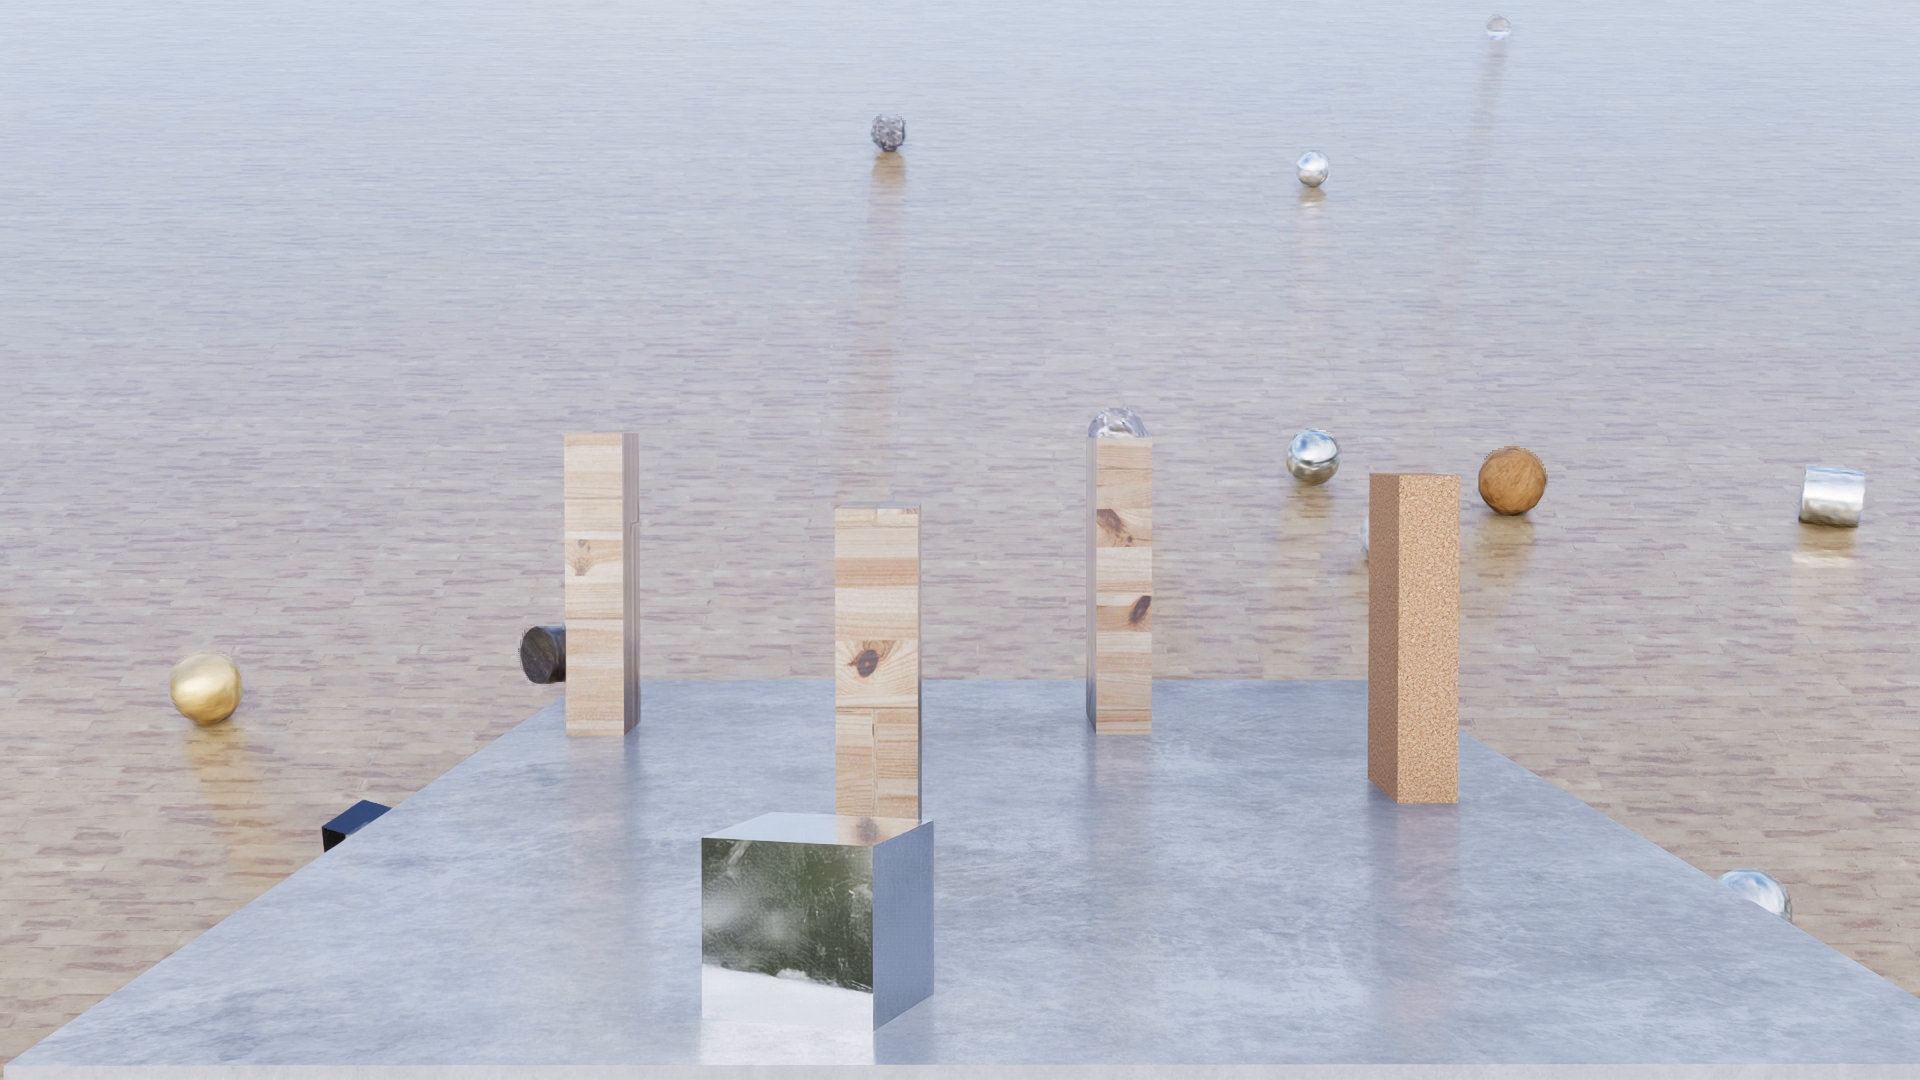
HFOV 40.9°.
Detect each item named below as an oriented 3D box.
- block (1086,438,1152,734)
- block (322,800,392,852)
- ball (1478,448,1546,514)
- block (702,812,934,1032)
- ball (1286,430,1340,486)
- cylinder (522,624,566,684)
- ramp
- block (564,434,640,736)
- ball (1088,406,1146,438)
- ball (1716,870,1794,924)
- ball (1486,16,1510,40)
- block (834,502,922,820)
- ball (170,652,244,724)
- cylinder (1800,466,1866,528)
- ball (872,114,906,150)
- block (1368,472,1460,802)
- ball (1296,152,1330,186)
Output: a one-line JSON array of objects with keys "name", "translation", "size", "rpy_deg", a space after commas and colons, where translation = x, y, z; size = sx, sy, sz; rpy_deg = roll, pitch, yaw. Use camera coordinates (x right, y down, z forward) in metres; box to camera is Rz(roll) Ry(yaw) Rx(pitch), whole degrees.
[{"name": "block", "translation": [0.340, 0.087, 5.536], "size": [0.115, 0.616, 0.415], "rpy_deg": [0, 2, 0]}, {"name": "block", "translation": [-1.330, 0.695, 5.806], "size": [0.143, 0.143, 0.143], "rpy_deg": [12, 26, 26]}, {"name": "ball", "translation": [1.661, -0.175, 7.749], "size": [0.200, 0.200, 0.200], "rpy_deg": [0, 23, 0]}, {"name": "block", "translation": [-0.152, 0.410, 2.799], "size": [0.194, 0.194, 0.194], "rpy_deg": [1, 2, 18]}, {"name": "ball", "translation": [1.093, -0.254, 7.970], "size": [0.169, 0.169, 0.169], "rpy_deg": [0, 23, 0]}, {"name": "cylinder", "translation": [-1.000, 0.285, 6.459], "size": [0.144, 0.144, 0.144], "rpy_deg": [-2, 18, -45]}, {"name": "ramp", "translation": [0.054, 0.486, 4.540], "size": [2.000, 0.100, 4.000], "rpy_deg": [0, 2, 0]}, {"name": "block", "translation": [-0.755, 0.087, 5.448], "size": [0.119, 0.625, 0.282], "rpy_deg": [0, 2, 0]}, {"name": "ball", "translation": [0.495, -0.328, 8.121], "size": [0.185, 0.185, 0.185], "rpy_deg": [0, 23, 0]}, {"name": "ball", "translation": [1.680, 0.800, 5.499], "size": [0.191, 0.191, 0.191], "rpy_deg": [0, 23, 0]}, {"name": "ball", "translation": [2.885, -2.742, 13.791], "size": [0.125, 0.125, 0.125], "rpy_deg": [0, 23, 0]}, {"name": "block", "translation": [-0.114, 0.209, 3.726], "size": [0.113, 0.520, 0.406], "rpy_deg": [0, 2, 0]}, {"name": "ball", "translation": [-1.903, 0.373, 6.505], "size": [0.179, 0.179, 0.179], "rpy_deg": [0, 23, 0]}, {"name": "cylinder", "translation": [2.602, -0.129, 7.683], "size": [0.167, 0.167, 0.167], "rpy_deg": [7, 24, 16]}, {"name": "ball", "translation": [-0.323, -1.846, 11.672], "size": [0.160, 0.160, 0.160], "rpy_deg": [0, 23, 0]}, {"name": "block", "translation": [0.789, 0.161, 4.492], "size": [0.102, 0.552, 0.314], "rpy_deg": [0, 2, 0]}, {"name": "ball", "translation": [1.525, -1.601, 11.119], "size": [0.147, 0.147, 0.147], "rpy_deg": [0, 23, 0]}]
